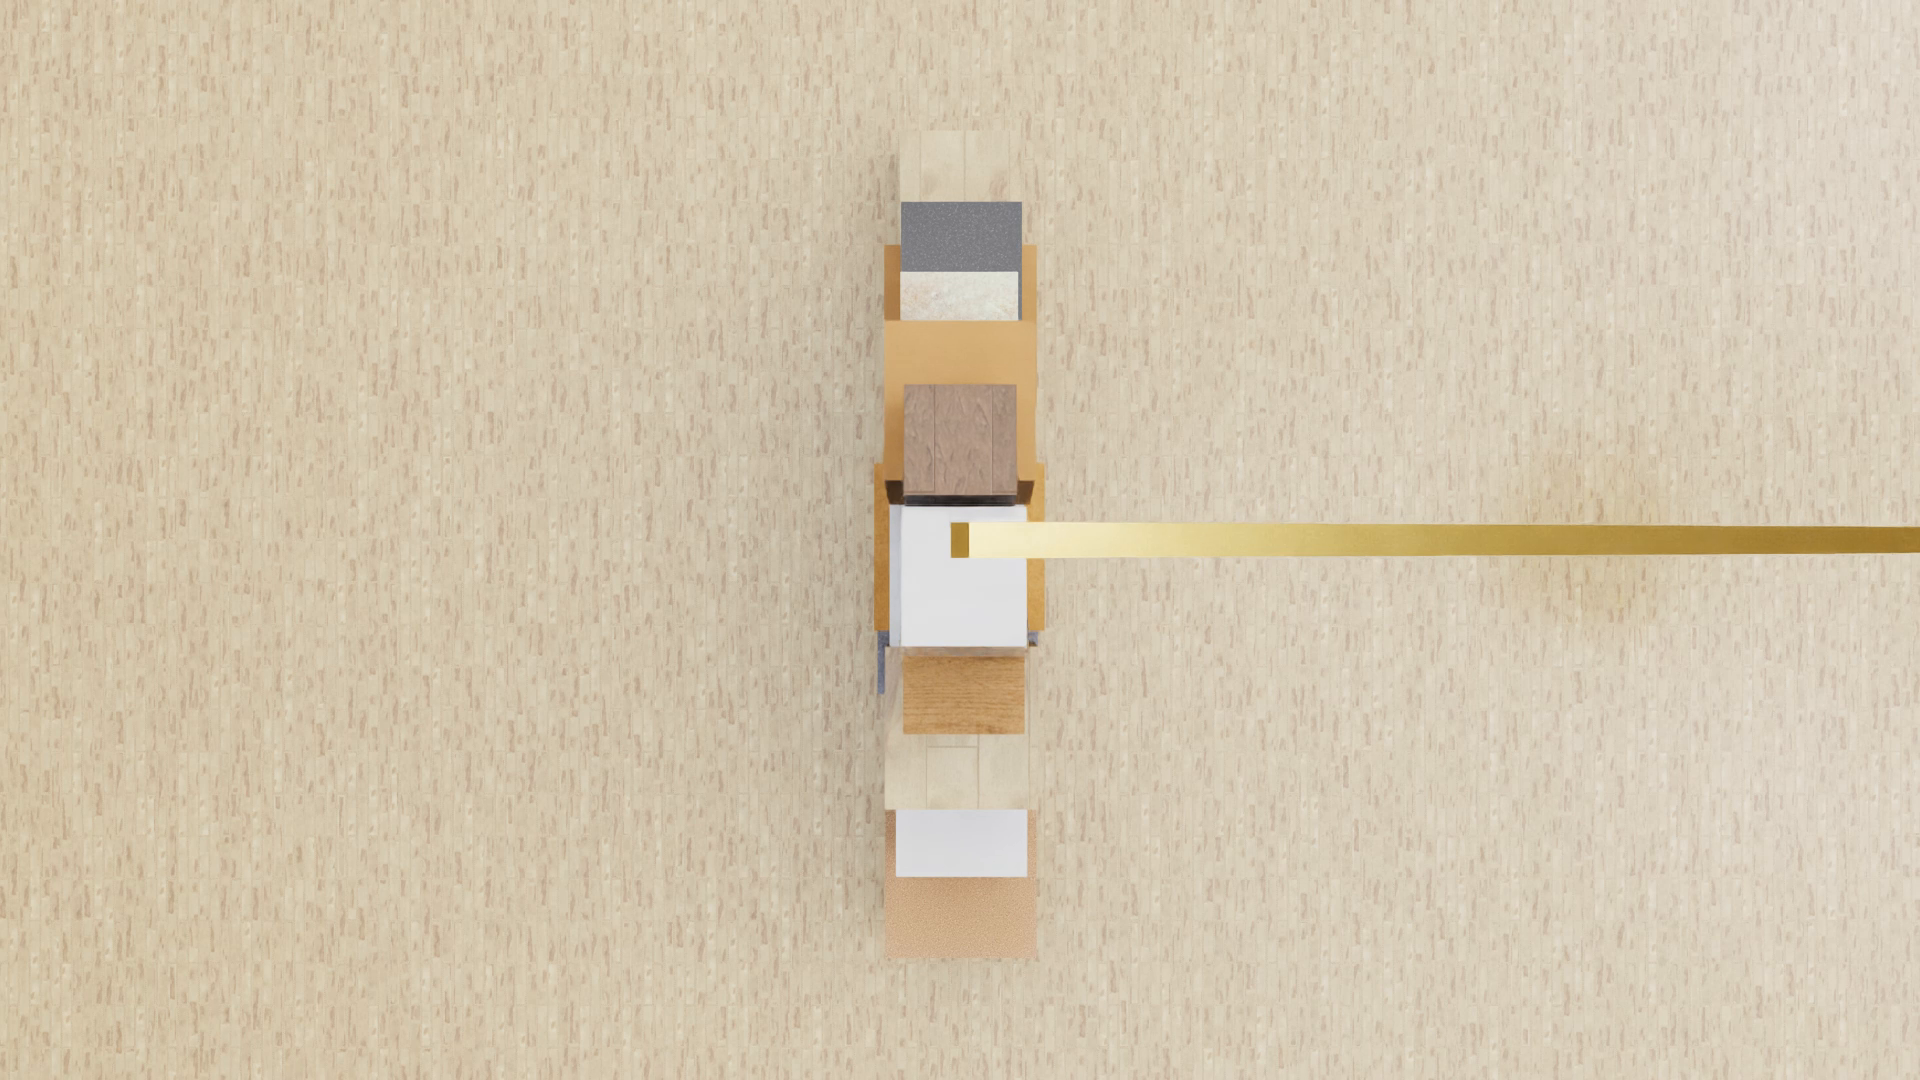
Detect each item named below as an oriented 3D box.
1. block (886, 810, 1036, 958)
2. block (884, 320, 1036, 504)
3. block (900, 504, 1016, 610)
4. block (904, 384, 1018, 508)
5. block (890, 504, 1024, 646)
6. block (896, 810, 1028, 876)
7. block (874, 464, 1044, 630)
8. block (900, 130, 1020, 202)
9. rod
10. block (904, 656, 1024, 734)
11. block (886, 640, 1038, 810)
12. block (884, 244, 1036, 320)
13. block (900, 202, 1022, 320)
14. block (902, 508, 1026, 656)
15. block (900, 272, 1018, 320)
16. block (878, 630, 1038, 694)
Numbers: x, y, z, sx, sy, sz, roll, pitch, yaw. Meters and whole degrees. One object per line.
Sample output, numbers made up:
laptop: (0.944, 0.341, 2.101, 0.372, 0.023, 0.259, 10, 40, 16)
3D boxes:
block: (0.005, 1.894, 12.570, 0.836, 0.860, 0.826, 0, 90, 0)
block: (-0.002, -0.585, 10.332, 0.683, 0.816, 0.732, 0, 83, 0)
block: (-0.010, 0.077, 10.456, 0.531, 0.493, 0.487, 0, 90, 0)
block: (0.002, -0.410, 9.695, 0.488, 0.407, 0.486, 0, 84, 0)
block: (-0.015, 0.135, 11.088, 0.655, 0.770, 0.766, 0, 90, 0)
block: (0.008, 1.422, 11.812, 0.685, 0.656, 0.677, 0, 90, 0)
block: (-0.003, 0.036, 11.843, 0.891, 0.739, 0.875, 0, 90, 0)
block: (0.002, -1.977, 12.694, 0.681, 0.612, 0.659, 0, 90, 0)
rod: (2.212, 0.000, 6.254, 5.200, 0.080, 0.080, 0, 90, -32)
block: (0.018, 0.609, 10.404, 0.560, 0.549, 0.574, 0, 90, 0)
block: (0.008, 0.916, 11.082, 0.744, 0.812, 0.791, 0, 90, 0)
block: (0.003, -1.185, 12.599, 0.847, 0.802, 0.905, 0, 90, 0)
block: (0.008, -1.419, 11.829, 0.631, 0.738, 0.689, 0, 90, 0)
block: (0.017, 0.196, 9.837, 0.541, 0.616, 0.605, 0, 83, 0)
block: (-0.004, -1.042, 11.114, 0.578, 0.569, 0.555, 0, 90, 0)
block: (-0.013, 0.404, 12.630, 0.894, 0.740, 0.907, 0, 90, 0)
